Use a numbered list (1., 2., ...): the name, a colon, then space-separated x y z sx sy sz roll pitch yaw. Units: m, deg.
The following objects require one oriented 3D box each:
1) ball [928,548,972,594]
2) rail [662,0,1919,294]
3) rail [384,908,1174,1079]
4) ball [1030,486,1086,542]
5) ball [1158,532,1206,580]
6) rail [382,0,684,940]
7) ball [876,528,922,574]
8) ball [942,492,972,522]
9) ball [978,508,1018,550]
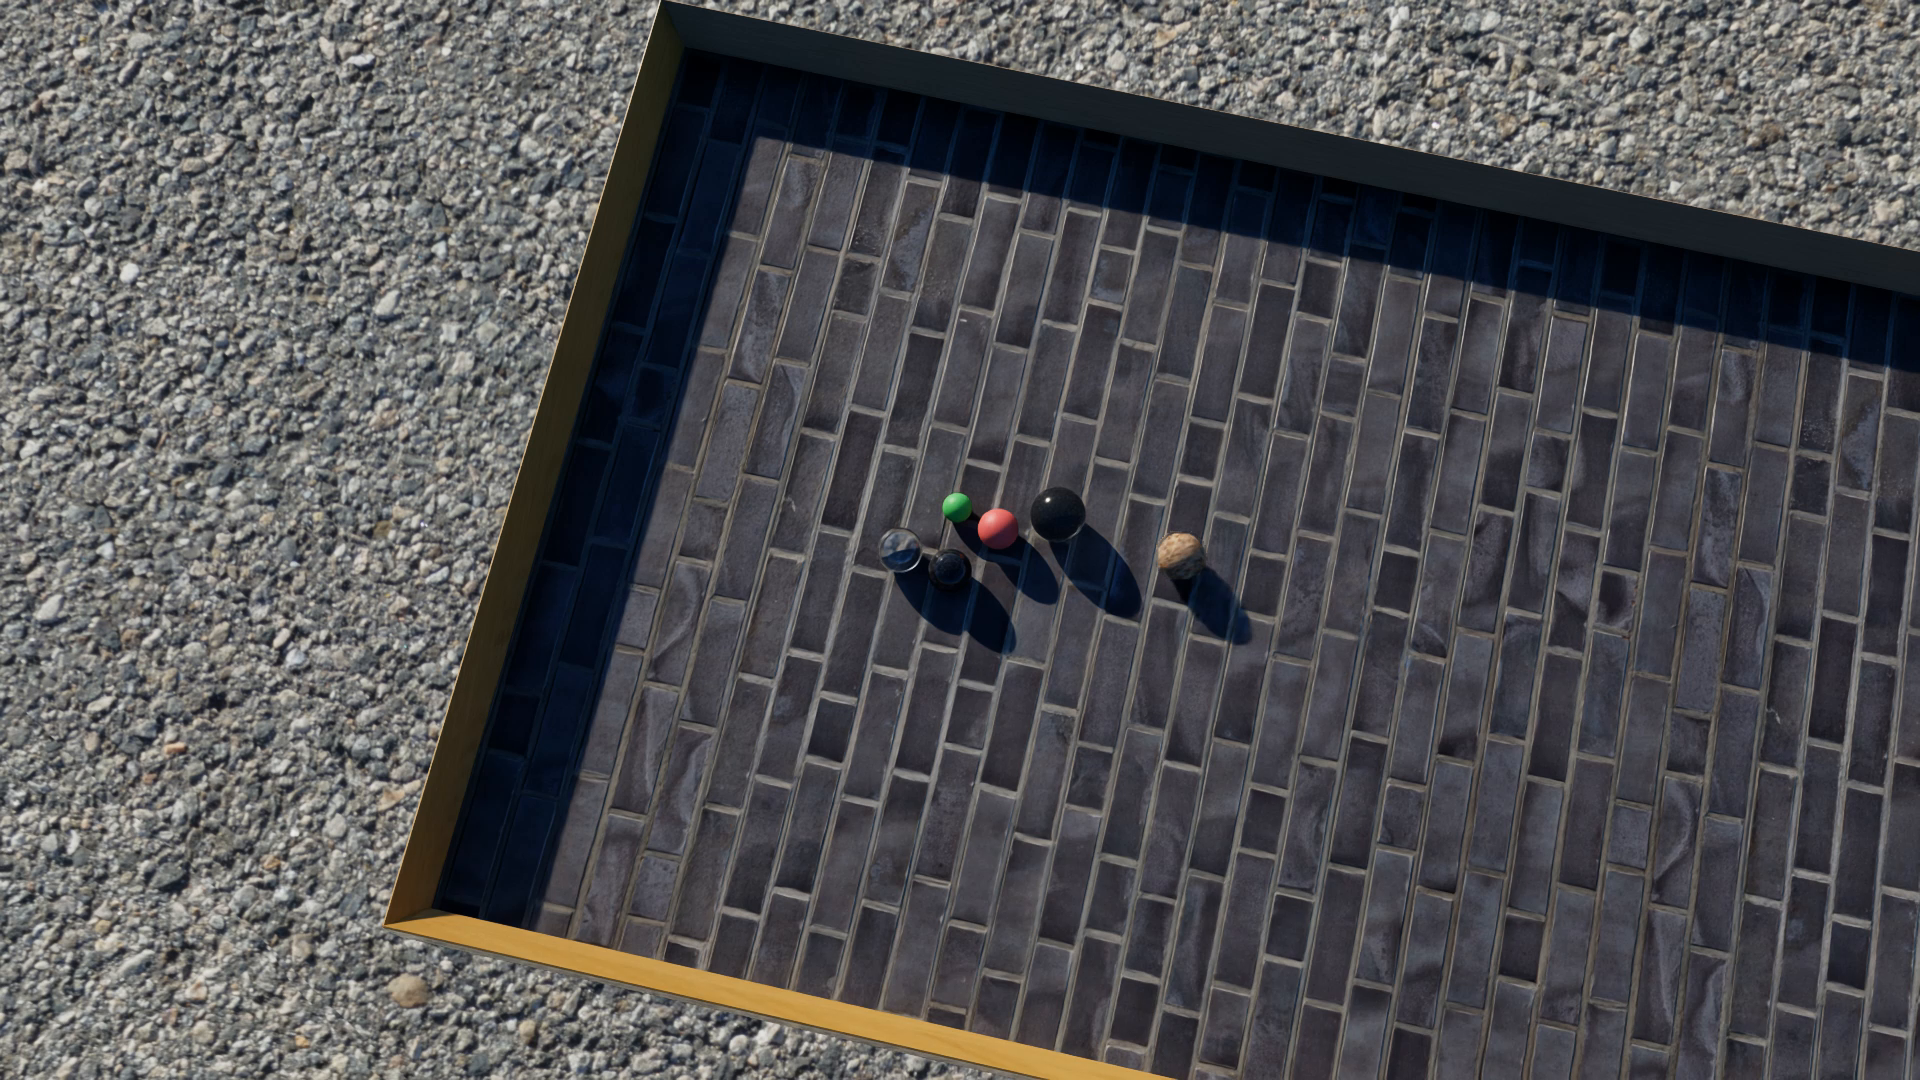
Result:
1. ball: -0.016 0.047 3.369 0.069 0.069 0.069 0 73 0
2. rail: 0.819 -0.560 3.532 2.688 0.112 0.045 12 73 4
3. rail: 0.492 0.828 3.105 2.688 0.112 0.045 12 73 4
4. ball: 0.151 -0.039 3.387 0.086 0.086 0.086 0 73 0
5. ball: 0.340 0.025 3.374 0.074 0.074 0.074 0 73 0
6. rail: -0.633 -0.143 3.404 0.045 0.112 1.536 12 73 4
7. ball: -0.092 0.015 3.378 0.071 0.071 0.071 0 73 0
8. ball: -0.004 -0.050 3.411 0.046 0.046 0.046 0 73 0
9. ball: 0.059 -0.017 3.392 0.063 0.063 0.063 0 73 0
